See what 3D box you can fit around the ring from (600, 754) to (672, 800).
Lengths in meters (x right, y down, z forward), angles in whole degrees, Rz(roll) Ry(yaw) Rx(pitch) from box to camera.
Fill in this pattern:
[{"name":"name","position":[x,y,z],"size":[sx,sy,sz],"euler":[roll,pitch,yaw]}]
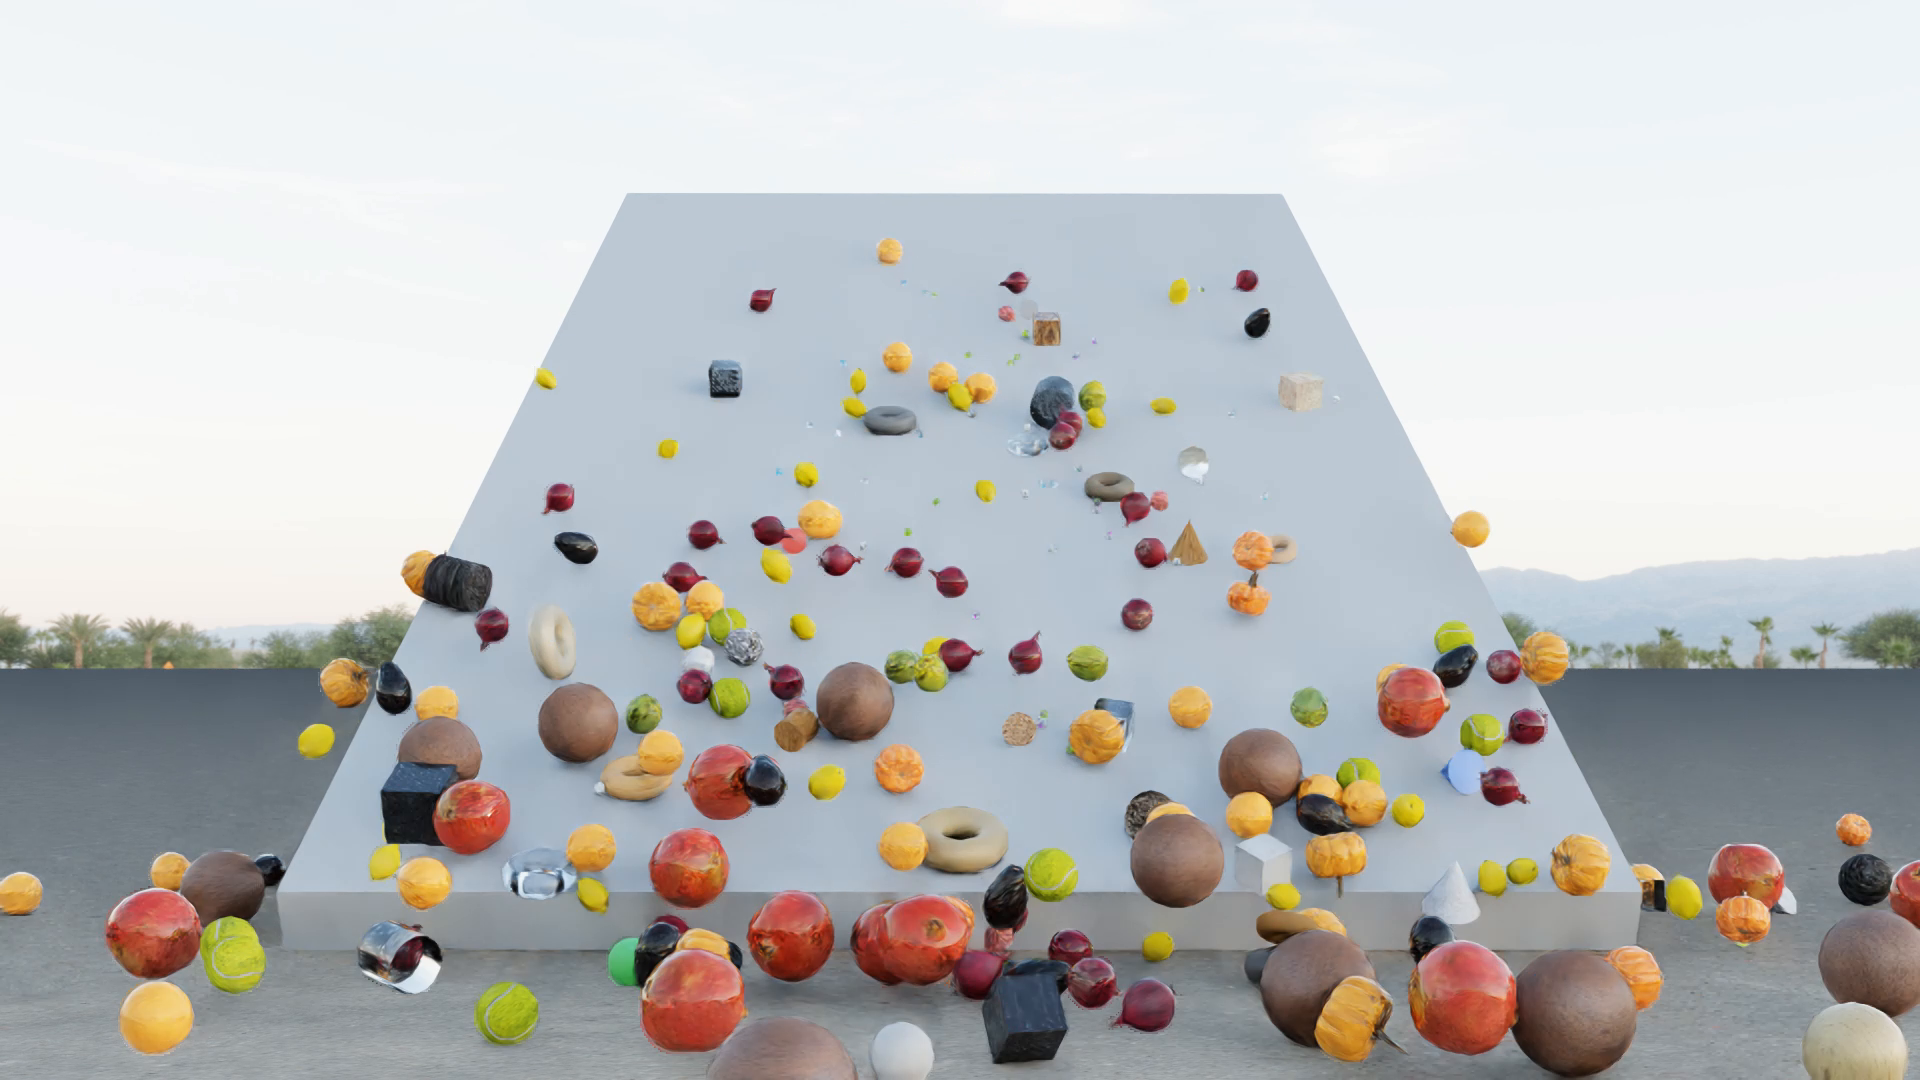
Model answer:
[{"name":"ring","position":[-0.512,0.375,3.663],"size":[0.114,0.038,0.114],"euler":[0,22,0]}]

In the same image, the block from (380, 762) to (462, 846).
[{"name":"block","position":[-0.822,0.402,3.531],"size":[0.091,0.091,0.091],"euler":[2,23,4]}]

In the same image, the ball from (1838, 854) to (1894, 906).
[{"name":"ball","position":[1.587,0.595,4.055],"size":[0.090,0.090,0.090],"euler":[0,-3,0]}]

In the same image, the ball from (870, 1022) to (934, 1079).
[{"name":"ball","position":[-0.059,0.516,2.318],"size":[0.065,0.065,0.065],"euler":[0,-3,0]}]

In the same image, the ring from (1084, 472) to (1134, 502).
[{"name":"ring","position":[0.310,-0.110,4.803],"size":[0.106,0.035,0.106],"euler":[-1,24,0]}]

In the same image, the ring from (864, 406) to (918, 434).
[{"name":"ring","position":[-0.155,-0.267,5.163],"size":[0.120,0.040,0.120],"euler":[1,23,0]}]

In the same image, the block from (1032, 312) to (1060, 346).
[{"name":"block","position":[0.215,-0.523,5.732],"size":[0.064,0.064,0.064],"euler":[-1,23,-2]}]

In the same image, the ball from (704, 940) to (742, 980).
[{"name":"ball","position":[-0.318,0.564,3.111],"size":[0.052,0.052,0.052],"euler":[0,-3,0]}]

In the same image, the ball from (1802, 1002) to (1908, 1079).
[{"name":"ball","position":[0.865,0.496,2.238],"size":[0.096,0.096,0.096],"euler":[0,-3,0]}]

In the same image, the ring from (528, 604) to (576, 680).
[{"name":"ring","position":[-0.702,0.175,3.989],"size":[0.045,0.136,0.136],"euler":[-12,-6,12]}]

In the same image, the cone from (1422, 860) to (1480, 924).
[{"name":"cone","position":[0.711,0.495,3.332],"size":[0.084,0.084,0.084],"euler":[0,24,0]}]

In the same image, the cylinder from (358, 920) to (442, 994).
[{"name":"cylinder","position":[-0.724,0.539,2.989],"size":[0.077,0.077,0.077],"euler":[11,5,43]}]

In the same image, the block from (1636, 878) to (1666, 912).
[{"name":"block","position":[1.171,0.609,3.970],"size":[0.053,0.053,0.053],"euler":[1,-3,-25]}]

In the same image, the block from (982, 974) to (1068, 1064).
[{"name":"block","position":[0.068,0.509,2.460],"size":[0.066,0.066,0.066],"euler":[0,-40,-17]}]

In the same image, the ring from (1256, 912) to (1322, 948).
[{"name":"ring","position":[0.438,0.519,3.080],"size":[0.089,0.030,0.089],"euler":[12,-25,6]}]

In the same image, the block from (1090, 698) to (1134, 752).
[{"name":"block","position":[0.250,0.303,3.805],"size":[0.061,0.061,0.061],"euler":[7,24,16]}]

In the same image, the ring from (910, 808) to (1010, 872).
[{"name":"ring","position":[0.000,0.450,3.477],"size":[0.148,0.049,0.148],"euler":[0,23,0]}]

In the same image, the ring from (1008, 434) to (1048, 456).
[{"name":"ring","position":[0.147,-0.206,5.035],"size":[0.088,0.029,0.088],"euler":[1,22,0]}]

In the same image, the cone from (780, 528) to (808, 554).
[{"name":"cone","position":[-0.322,0.003,4.552],"size":[0.052,0.052,0.052],"euler":[0,-4,6]}]

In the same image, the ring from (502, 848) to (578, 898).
[{"name":"ring","position":[-0.617,0.489,3.397],"size":[0.109,0.036,0.109],"euler":[3,23,-1]}]

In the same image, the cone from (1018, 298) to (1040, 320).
[{"name":"cone","position":[0.181,-0.588,5.935],"size":[0.052,0.052,0.052],"euler":[-1,-4,10]}]

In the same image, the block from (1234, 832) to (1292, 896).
[{"name":"block","position":[0.445,0.477,3.403],"size":[0.059,0.059,0.059],"euler":[-17,28,-34]}]

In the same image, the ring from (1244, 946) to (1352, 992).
[{"name":"ring","position":[0.445,0.564,3.045],"size":[0.141,0.047,0.141],"euler":[1,-4,0]}]

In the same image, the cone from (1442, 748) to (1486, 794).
[{"name":"cone","position":[0.787,0.370,3.689],"size":[0.072,0.072,0.072],"euler":[1,-6,-24]}]

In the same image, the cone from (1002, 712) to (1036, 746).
[{"name":"cone","position":[0.095,0.313,3.827],"size":[0.056,0.056,0.056],"euler":[0,-4,-6]}]

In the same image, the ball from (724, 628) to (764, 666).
[{"name":"ball","position":[-0.379,0.187,4.063],"size":[0.068,0.068,0.068],"euler":[0,-3,0]}]

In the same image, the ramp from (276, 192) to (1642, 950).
[{"name":"ramp","position":[-0.007,-0.226,5.245],"size":[2.000,0.100,4.000],"euler":[0,23,0]}]

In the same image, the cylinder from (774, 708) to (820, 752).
[{"name":"cylinder","position":[-0.268,0.311,3.791],"size":[0.055,0.055,0.055],"euler":[-2,20,28]}]

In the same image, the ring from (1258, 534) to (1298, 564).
[{"name":"ring","position":[0.619,0.018,4.501],"size":[0.077,0.026,0.077],"euler":[-8,40,7]}]

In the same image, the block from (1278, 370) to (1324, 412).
[{"name":"block","position":[0.780,-0.340,5.298],"size":[0.071,0.071,0.071],"euler":[-11,26,-24]}]

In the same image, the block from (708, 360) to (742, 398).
[{"name":"block","position":[-0.545,-0.374,5.377],"size":[0.066,0.066,0.066],"euler":[1,23,2]}]

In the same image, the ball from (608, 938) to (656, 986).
[{"name":"ball","position":[-0.431,0.555,3.043],"size":[0.063,0.063,0.063],"euler":[0,-3,0]}]

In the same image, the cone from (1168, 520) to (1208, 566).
[{"name":"cone","position":[0.445,-0.003,4.499],"size":[0.079,0.079,0.079],"euler":[0,23,0]}]

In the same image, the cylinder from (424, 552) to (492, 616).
[{"name":"cylinder","position":[-0.927,0.080,4.271],"size":[0.090,0.090,0.090],"euler":[25,0,7]}]
